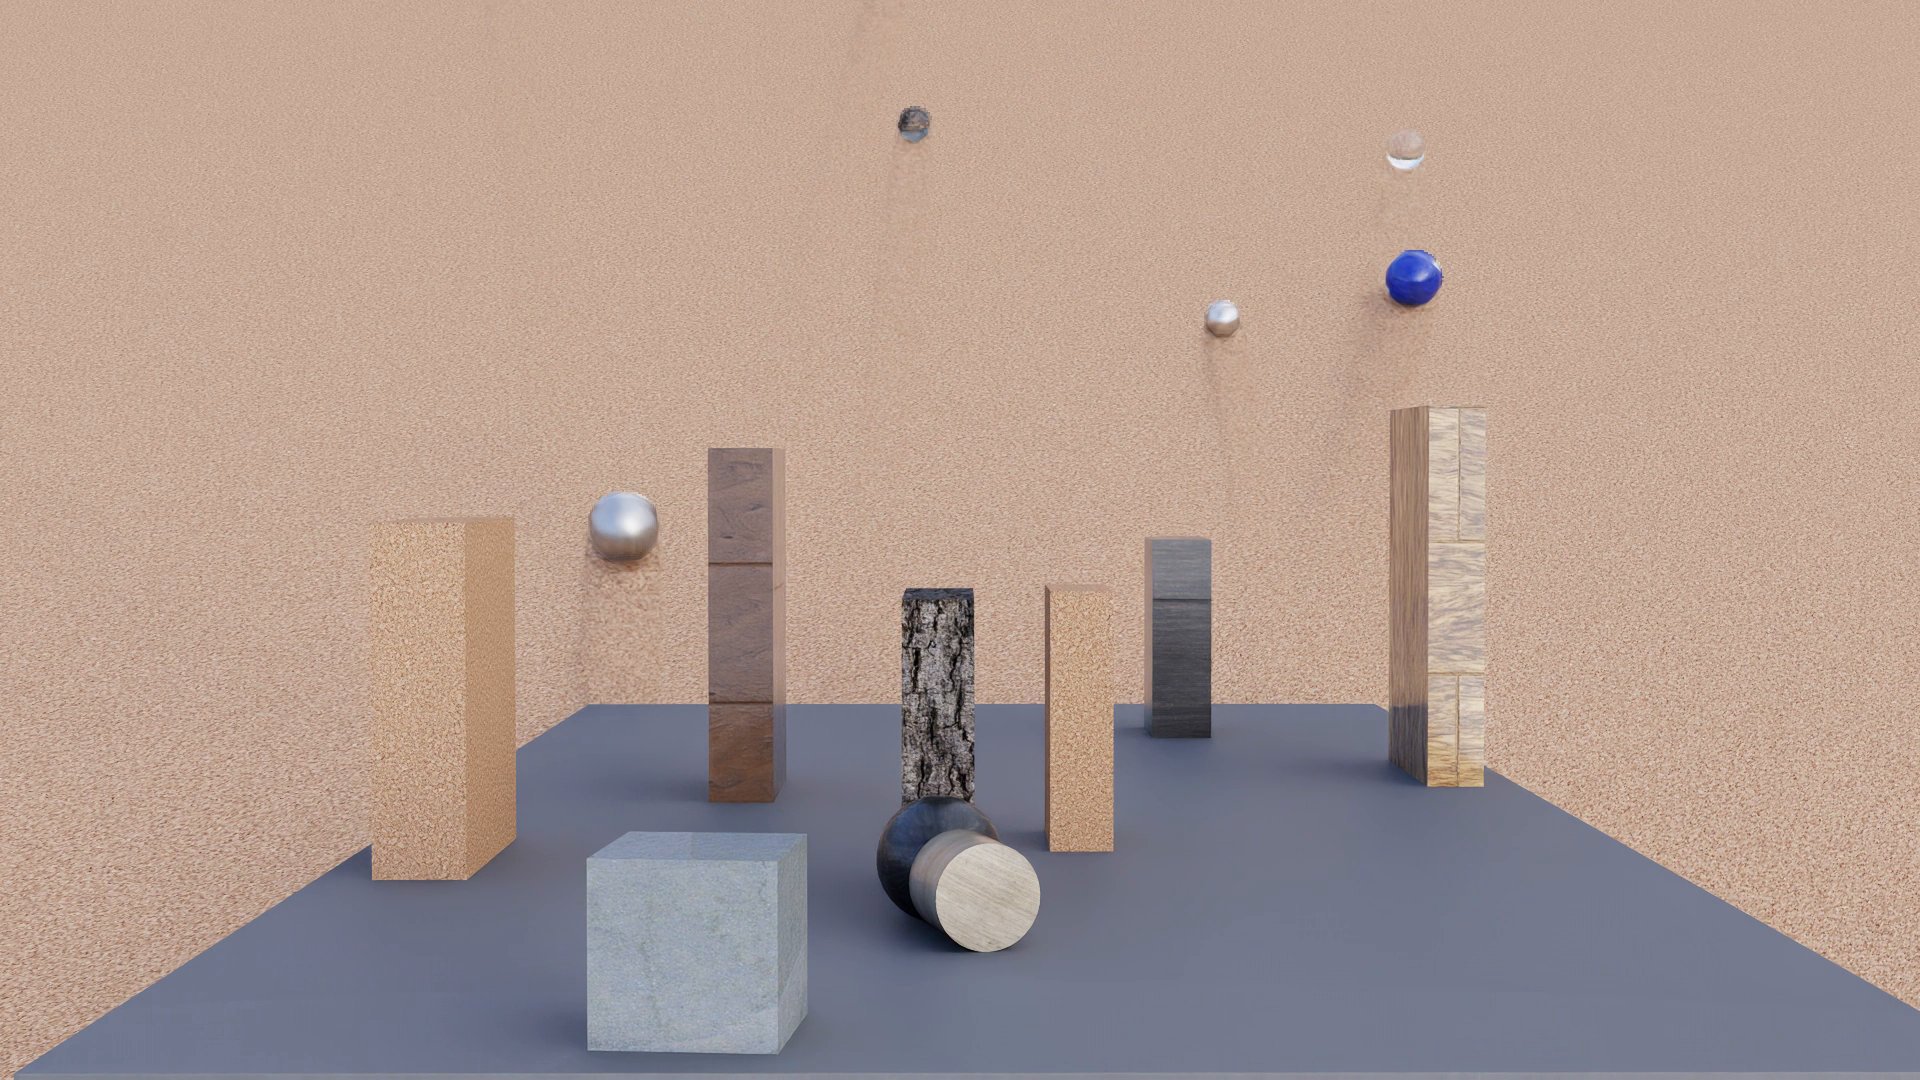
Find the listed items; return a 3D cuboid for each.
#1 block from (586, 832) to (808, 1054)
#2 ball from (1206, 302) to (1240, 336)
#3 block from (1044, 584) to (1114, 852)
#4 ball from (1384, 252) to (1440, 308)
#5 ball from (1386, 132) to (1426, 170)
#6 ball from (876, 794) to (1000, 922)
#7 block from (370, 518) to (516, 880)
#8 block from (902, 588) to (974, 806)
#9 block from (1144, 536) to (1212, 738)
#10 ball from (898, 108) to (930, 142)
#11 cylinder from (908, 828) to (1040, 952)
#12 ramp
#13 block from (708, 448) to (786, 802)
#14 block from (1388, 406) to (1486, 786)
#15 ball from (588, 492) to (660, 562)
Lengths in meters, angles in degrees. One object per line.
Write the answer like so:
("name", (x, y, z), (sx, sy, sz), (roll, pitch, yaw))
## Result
("block", (-0.276, 0.425, 2.747), (0.199, 0.199, 0.199), (0, 2, 5))
("ball", (0.934, -0.783, 9.158), (0.124, 0.124, 0.124), (0, 25, 0))
("block", (0.190, 0.280, 4.154), (0.099, 0.408, 0.245), (0, 2, 0))
("ball", (1.655, -0.952, 9.425), (0.201, 0.201, 0.201), (0, 25, 0))
("ball", (1.893, -1.654, 10.950), (0.162, 0.162, 0.162), (0, 25, 0))
("ball", (-0.027, 0.421, 3.408), (0.168, 0.168, 0.168), (0, 25, 0))
("block", (-0.789, 0.230, 3.965), (0.138, 0.521, 0.423), (0, 2, 0))
("block", (-0.030, 0.287, 3.652), (0.099, 0.423, 0.329), (0, 2, 0))
("block", (0.492, 0.216, 5.843), (0.131, 0.441, 0.244), (0, 2, 0))
("ball", (-0.200, -1.824, 11.332), (0.143, 0.143, 0.143), (0, 25, 0))
("cylinder", (0.017, 0.442, 3.263), (0.135, 0.135, 0.135), (-7, 3, -15))
("ramp", (0.058, 0.523, 4.561), (2.000, 0.100, 4.000), (0, 2, 0))
("block", (-0.393, 0.148, 4.795), (0.116, 0.636, 0.350), (0, 2, 0))
("block", (0.933, 0.099, 5.064), (0.105, 0.718, 0.439), (0, 2, 0))
("ball", (-0.976, -0.036, 7.491), (0.204, 0.204, 0.204), (0, 25, 0))
